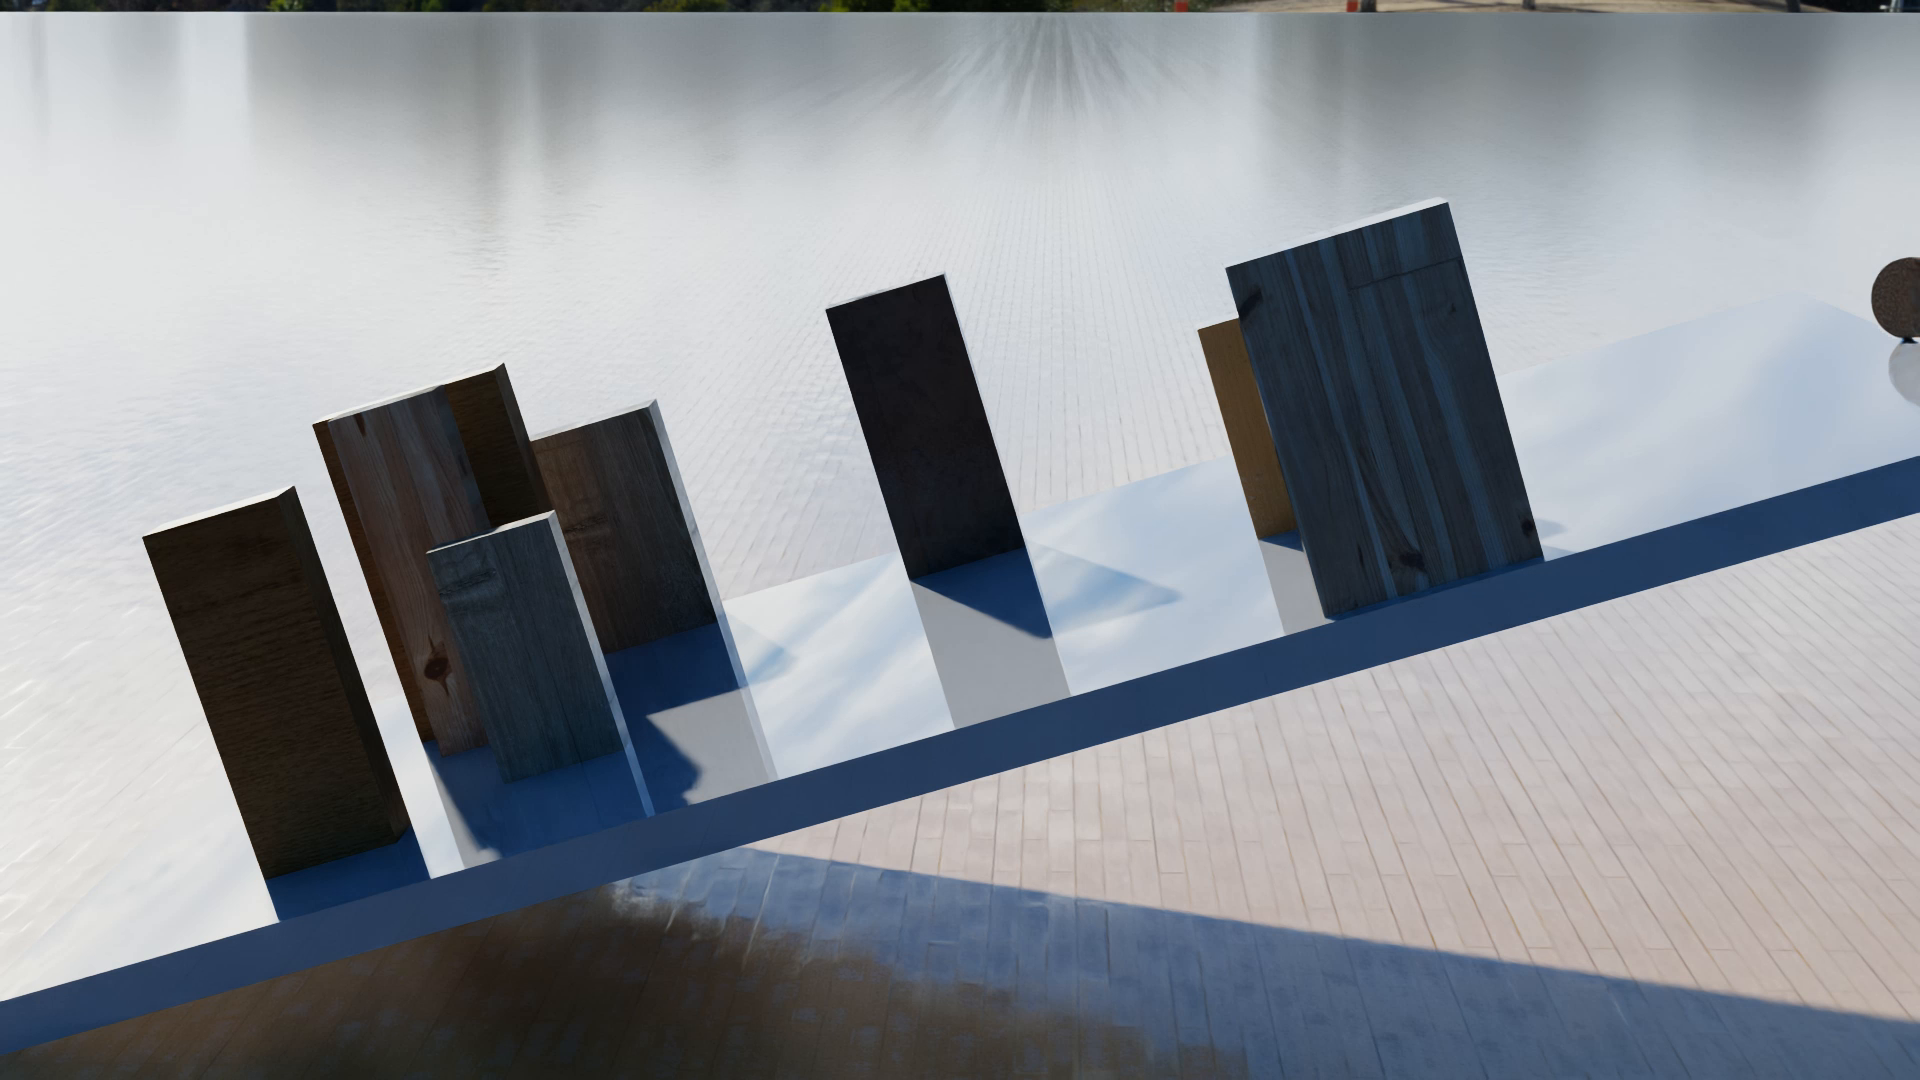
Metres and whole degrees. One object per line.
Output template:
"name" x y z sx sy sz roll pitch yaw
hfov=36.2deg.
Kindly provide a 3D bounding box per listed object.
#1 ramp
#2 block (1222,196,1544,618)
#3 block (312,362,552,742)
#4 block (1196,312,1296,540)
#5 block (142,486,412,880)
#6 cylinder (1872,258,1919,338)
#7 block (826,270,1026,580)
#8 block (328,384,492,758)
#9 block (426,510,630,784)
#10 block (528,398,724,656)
"ramp" 0.093 0.186 6.318 4.000 0.100 2.000 -16 10 5
"block" 0.761 -0.239 5.309 0.407 0.662 0.125 -16 10 5
"block" -1.133 0.030 6.701 0.431 0.769 0.132 -16 10 5
"block" 0.708 -0.270 6.151 0.313 0.461 0.094 -16 10 5
"block" -1.345 0.282 5.812 0.279 0.722 0.135 -16 10 5
"cylinder" 2.044 -0.513 6.206 0.169 0.169 0.169 -6 12 -41
"block" -0.077 -0.266 6.858 0.285 0.664 0.090 -16 10 5
"block" -1.138 0.068 6.469 0.240 0.780 0.120 -16 10 5
"block" -0.881 0.220 6.015 0.261 0.502 0.089 -16 10 5
"block" -0.871 -0.012 7.137 0.440 0.547 0.137 -16 10 5
